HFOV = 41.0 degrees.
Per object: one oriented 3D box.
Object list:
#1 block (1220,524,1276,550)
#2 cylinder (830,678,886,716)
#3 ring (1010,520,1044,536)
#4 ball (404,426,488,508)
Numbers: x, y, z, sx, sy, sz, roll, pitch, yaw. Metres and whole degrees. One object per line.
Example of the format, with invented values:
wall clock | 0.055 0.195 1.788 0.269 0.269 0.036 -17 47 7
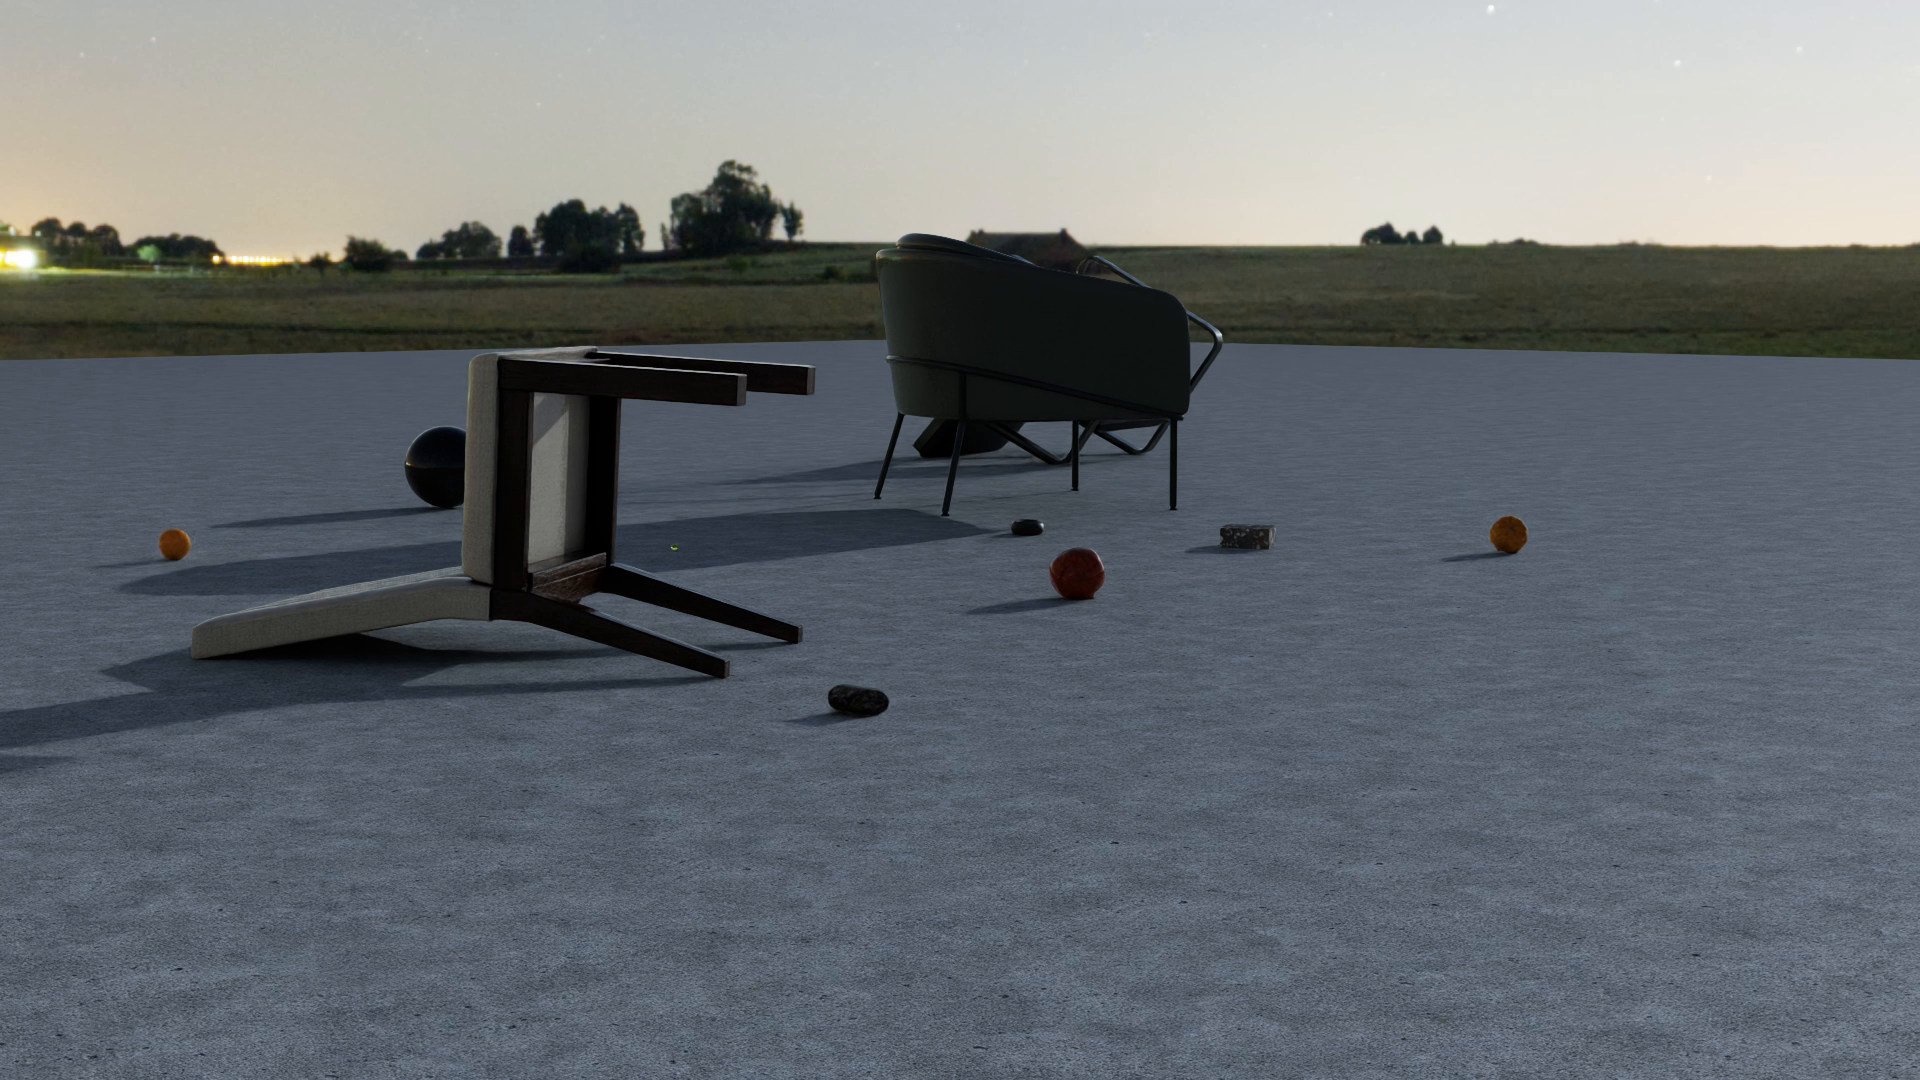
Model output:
block | 0.703 -0.009 6.262 0.119 0.049 0.109 2 6 15
cylinder | -0.154 0.242 3.874 0.071 0.037 0.059 30 -4 28
ring | 0.172 -0.032 6.559 0.085 0.035 0.101 2 7 8
ball | -1.461 -0.209 7.295 0.234 0.234 0.234 0 6 0
